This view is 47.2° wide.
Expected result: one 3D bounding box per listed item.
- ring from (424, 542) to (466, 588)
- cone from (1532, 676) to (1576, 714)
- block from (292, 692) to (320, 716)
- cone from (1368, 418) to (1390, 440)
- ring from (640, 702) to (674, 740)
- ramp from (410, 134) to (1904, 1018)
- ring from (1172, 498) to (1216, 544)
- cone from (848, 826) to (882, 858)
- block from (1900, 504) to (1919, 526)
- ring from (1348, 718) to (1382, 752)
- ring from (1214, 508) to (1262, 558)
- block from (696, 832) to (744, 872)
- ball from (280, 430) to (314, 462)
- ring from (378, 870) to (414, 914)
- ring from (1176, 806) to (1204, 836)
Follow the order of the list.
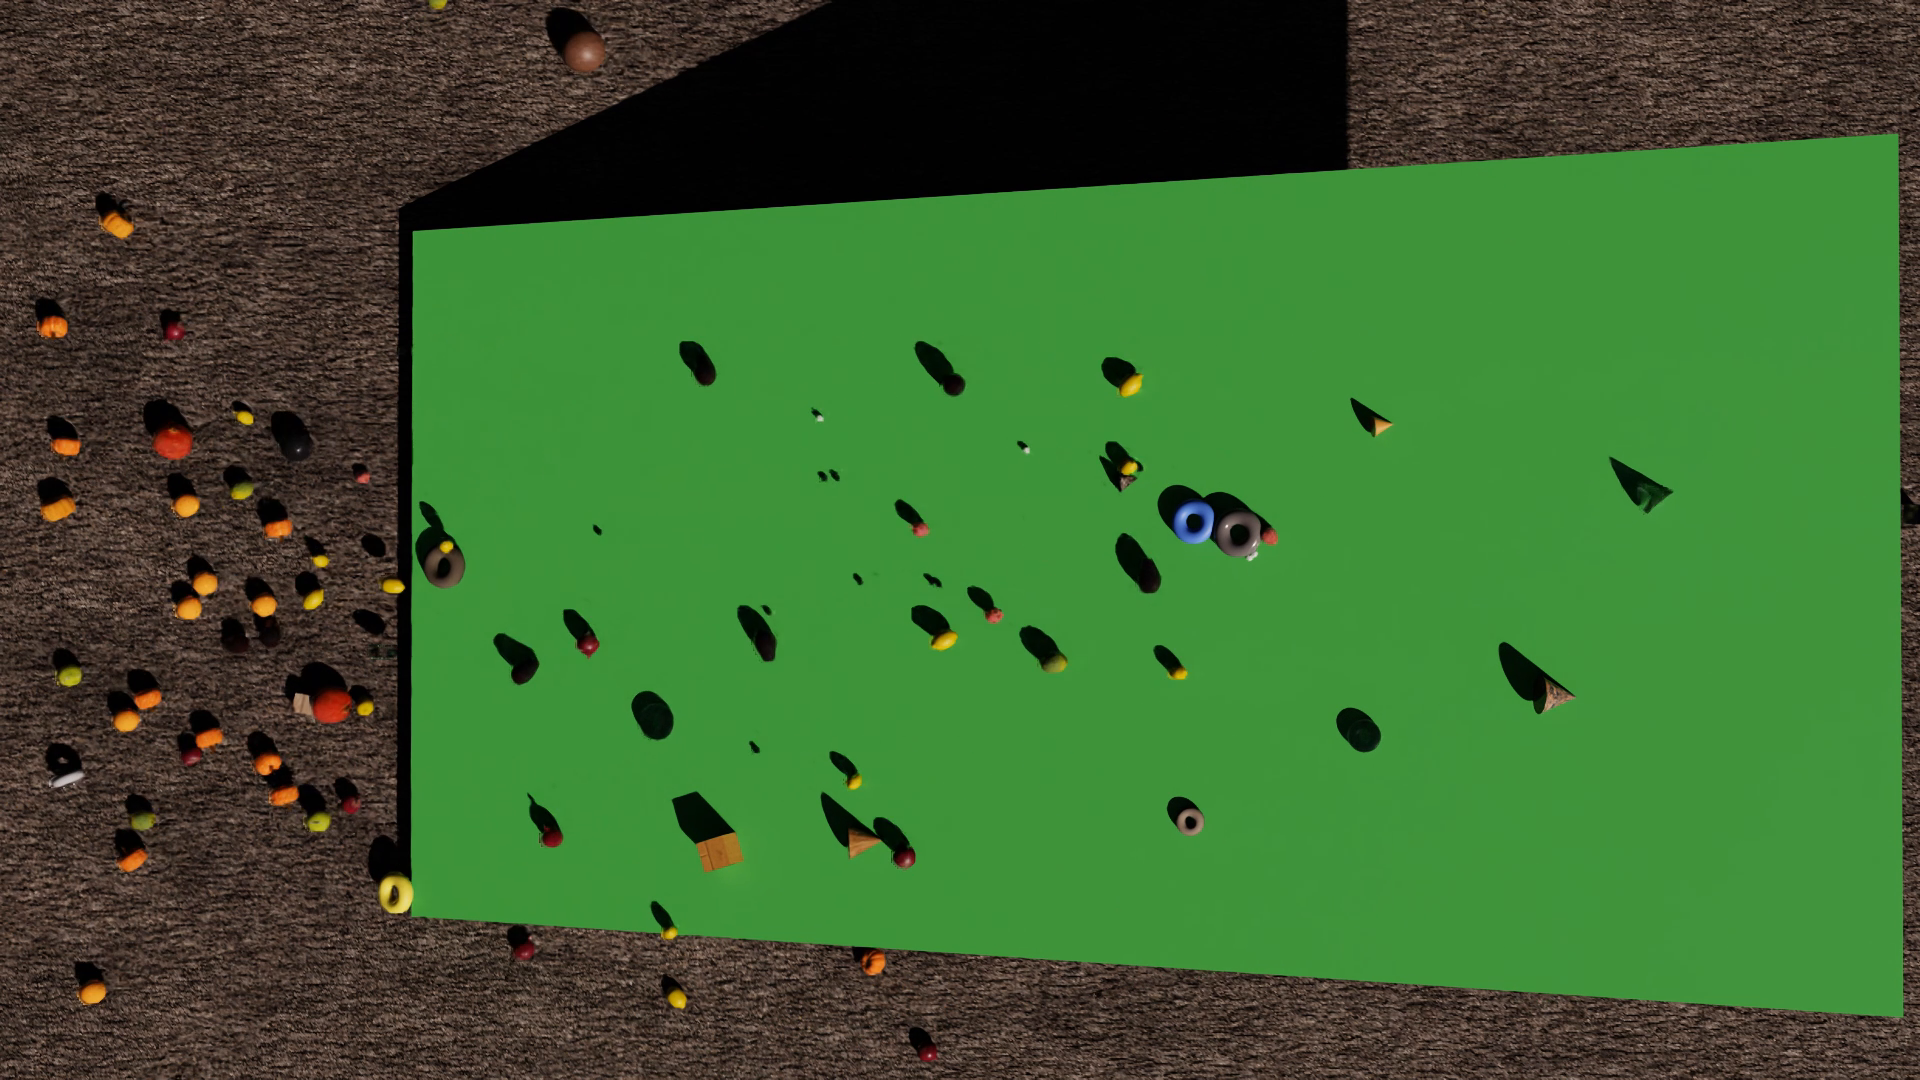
[{"bbox_3d":[-1.490,0.073,6.354,0.135,0.045,0.135,0,89,23],"label":"ring"},{"bbox_3d":[1.422,0.371,5.224,0.092,0.092,0.092,4,89,-5],"label":"cone"},{"bbox_3d":[-1.928,0.481,6.480,0.057,0.057,0.057,11,89,0],"label":"block"},{"bbox_3d":[1.037,-0.281,5.390,0.054,0.054,0.054,-26,89,-32],"label":"cone"},{"bbox_3d":[-0.841,0.504,6.102,0.105,0.035,0.105,-1,88,22],"label":"ring"},{"bbox_3d":[0.282,0.088,5.745,4.000,0.100,2.000,0,89,21],"label":"ramp"},{"bbox_3d":[0.590,-0.048,5.553,0.116,0.039,0.116,-1,88,22],"label":"ring"},{"bbox_3d":[-0.251,0.803,5.866,0.092,0.092,0.092,-3,89,-6],"label":"cone"},{"bbox_3d":[2.799,-0.076,6.487,0.058,0.058,0.058,5,89,0],"label":"block"},{"bbox_3d":[0.992,0.481,5.397,0.083,0.028,0.083,0,90,20],"label":"ring"},{"bbox_3d":[0.697,-0.019,5.510,0.126,0.042,0.126,0,91,21],"label":"ring"},{"bbox_3d":[-0.654,0.852,6.000,0.082,0.082,0.082,-20,82,20],"label":"block"},{"bbox_3d":[-1.952,-0.278,6.470,0.096,0.096,0.096,0,89,0],"label":"ball"},{"bbox_3d":[-1.645,1.028,6.413,0.127,0.042,0.127,0,91,34],"label":"ring"},{"bbox_3d":[0.581,0.710,5.554,0.075,0.025,0.075,-1,88,22],"label":"ring"}]
